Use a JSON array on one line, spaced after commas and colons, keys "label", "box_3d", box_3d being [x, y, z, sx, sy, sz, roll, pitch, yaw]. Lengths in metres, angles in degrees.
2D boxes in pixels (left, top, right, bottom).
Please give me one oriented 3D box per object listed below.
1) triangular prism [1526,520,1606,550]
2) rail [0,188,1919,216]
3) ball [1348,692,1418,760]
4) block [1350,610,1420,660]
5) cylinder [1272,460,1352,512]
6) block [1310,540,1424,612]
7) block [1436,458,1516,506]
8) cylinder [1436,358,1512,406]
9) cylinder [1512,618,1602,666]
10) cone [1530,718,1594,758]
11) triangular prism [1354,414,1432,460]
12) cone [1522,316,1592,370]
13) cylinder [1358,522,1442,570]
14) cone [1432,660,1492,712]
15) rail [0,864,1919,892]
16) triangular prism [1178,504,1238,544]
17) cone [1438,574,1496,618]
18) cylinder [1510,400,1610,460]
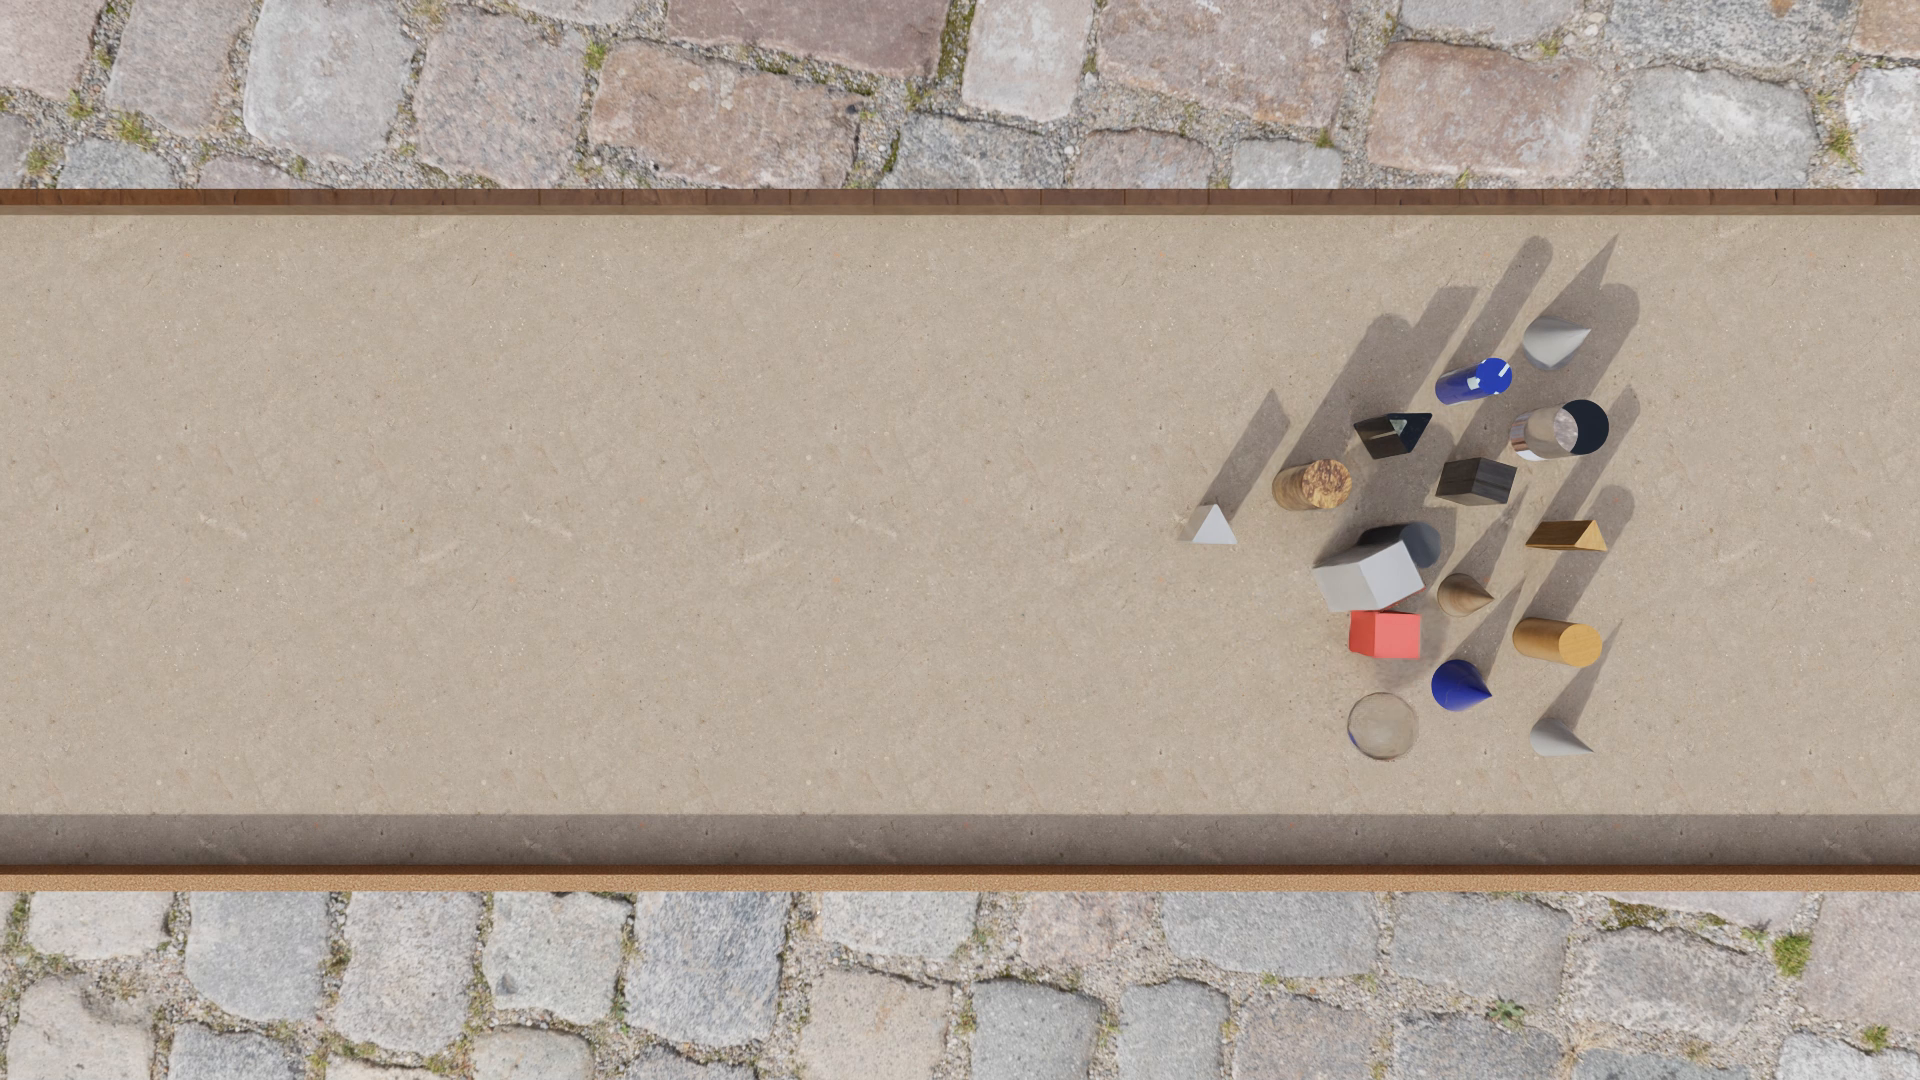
[{"label": "triangular prism", "box_3d": [1.790, -0.017, 4.872, 0.092, 0.410, 0.080, 7, 90, 0]}, {"label": "rail", "box_3d": [-2.247, -1.025, 5.002, 12.000, 0.150, 0.050, 0, 90, 0]}, {"label": "ball", "box_3d": [1.243, 0.548, 4.854, 0.201, 0.201, 0.201, 0, 90, 0]}, {"label": "block", "box_3d": [1.265, 0.278, 4.924, 0.129, 0.305, 0.129, 2, 90, 0]}, {"label": "cylinder", "box_3d": [1.029, -0.158, 4.850, 0.139, 0.452, 0.139, 0, 90, 0]}, {"label": "block", "box_3d": [1.196, 0.111, 4.869, 0.147, 0.397, 0.147, -26, 90, -8]}, {"label": "block", "box_3d": [1.529, -0.171, 4.899, 0.108, 0.356, 0.108, 17, 90, 0]}, {"label": "cylinder", "box_3d": [1.514, -0.465, 4.876, 0.104, 0.400, 0.104, 0, 90, 0]}, {"label": "cylinder", "box_3d": [1.762, 0.299, 4.880, 0.124, 0.392, 0.124, 0, 90, 0]}, {"label": "cone", "box_3d": [1.814, 0.608, 4.893, 0.121, 0.368, 0.121, 0, 90, 0]}, {"label": "triangular prism", "box_3d": [1.291, -0.329, 4.876, 0.111, 0.402, 0.128, -30, 90, 0]}, {"label": "cone", "box_3d": [1.815, -0.606, 4.909, 0.168, 0.336, 0.168, 0, 90, 0]}, {"label": "cylinder", "box_3d": [1.305, 0.023, 4.913, 0.135, 0.310, 0.135, 0, 88, -8]}, {"label": "cone", "box_3d": [1.531, 0.448, 4.909, 0.161, 0.334, 0.161, 0, 90, 0]}, {"label": "rail", "box_3d": [-2.247, 1.025, 5.001, 12.000, 0.150, 0.050, 0, 90, 0]}, {"label": "triangular prism", "box_3d": [0.732, -0.048, 4.903, 0.127, 0.347, 0.110, 1, 90, 0]}, {"label": "cone", "box_3d": [1.537, 0.170, 4.903, 0.137, 0.346, 0.137, 0, 90, 0]}, {"label": "cylinder", "box_3d": [1.771, -0.322, 4.889, 0.158, 0.376, 0.158, 0, 90, 0]}]
